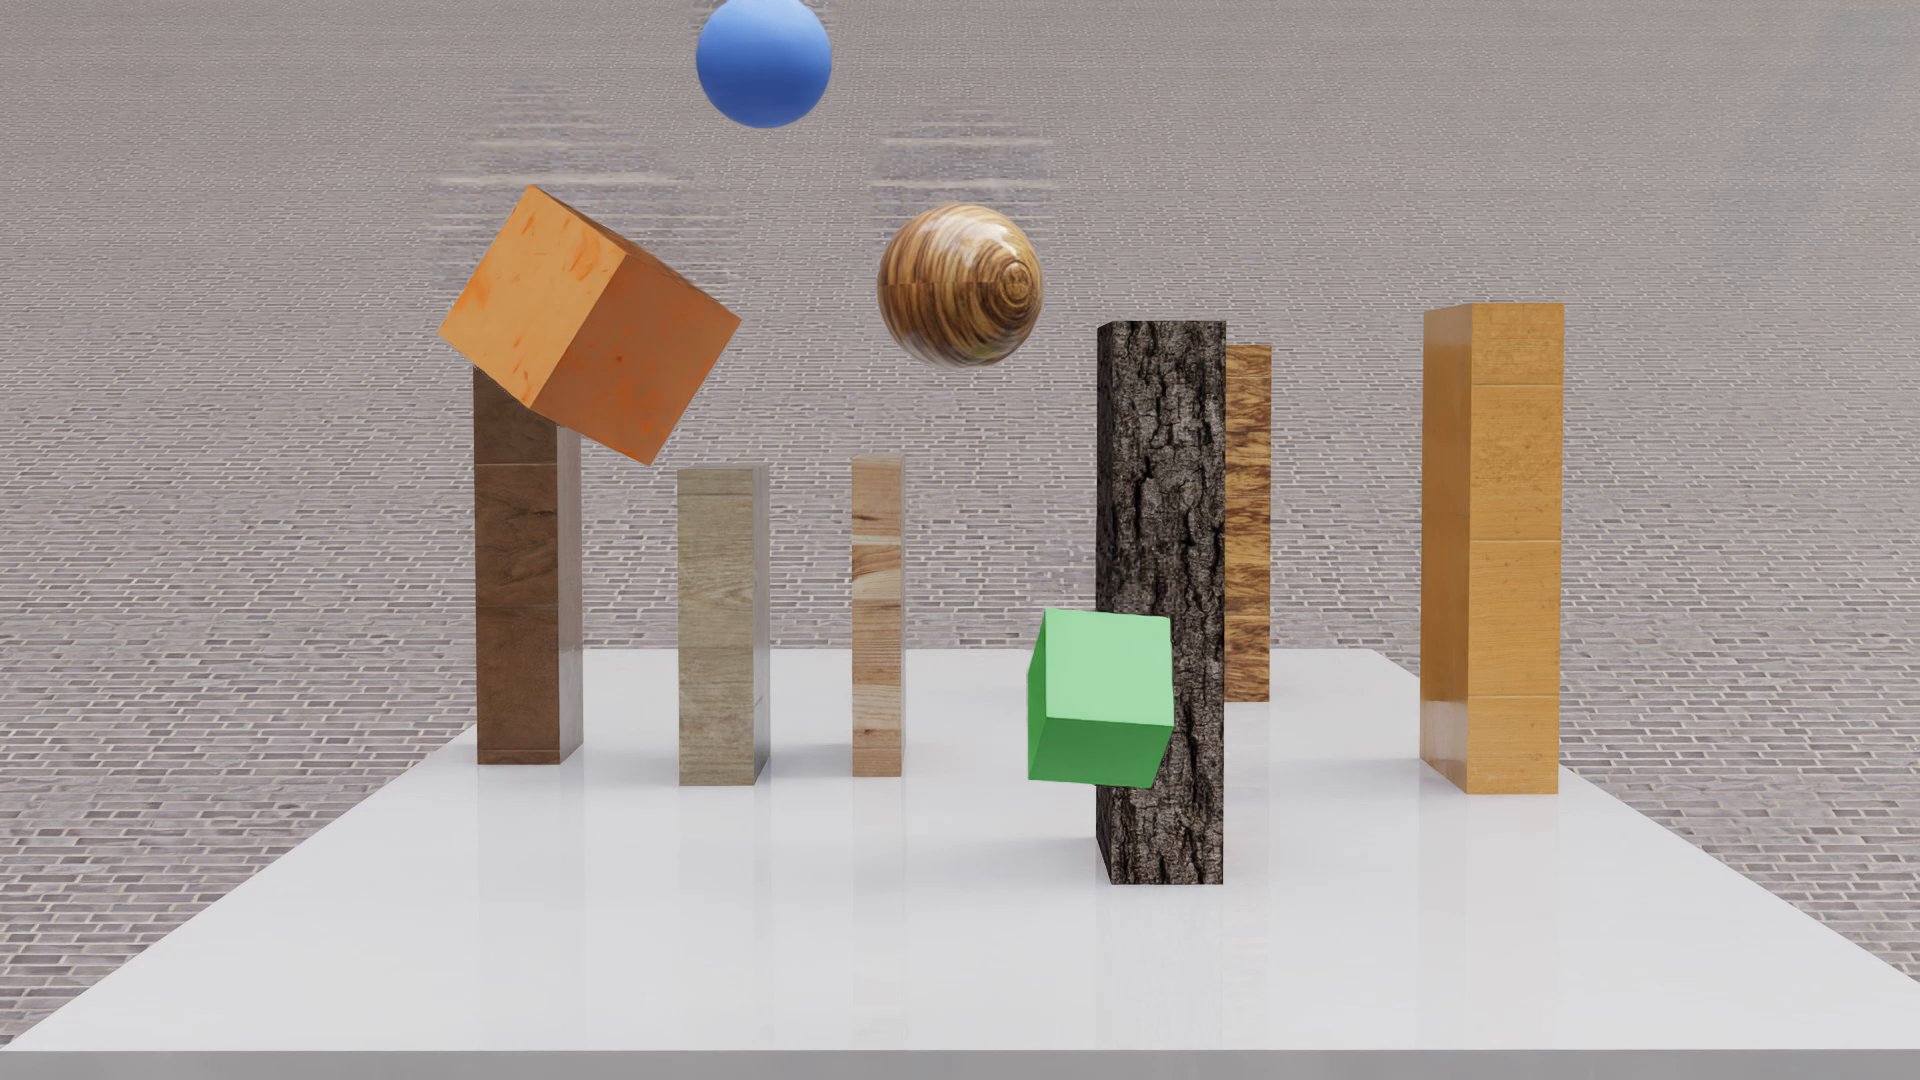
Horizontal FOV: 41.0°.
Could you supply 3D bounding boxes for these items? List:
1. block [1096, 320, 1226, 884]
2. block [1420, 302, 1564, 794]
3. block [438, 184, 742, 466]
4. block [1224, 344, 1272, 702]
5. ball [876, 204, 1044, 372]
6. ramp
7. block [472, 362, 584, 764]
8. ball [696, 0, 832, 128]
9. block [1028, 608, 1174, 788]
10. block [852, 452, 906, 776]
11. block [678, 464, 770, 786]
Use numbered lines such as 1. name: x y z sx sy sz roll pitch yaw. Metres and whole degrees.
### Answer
1. block: 0.273 0.074 3.550 0.147 0.741 0.371 0 3 0
2. block: 0.892 0.004 4.340 0.147 0.791 0.426 0 3 0
3. block: -0.341 -0.197 2.369 0.162 0.162 0.162 36 6 39
4. block: 0.577 -0.043 5.549 0.145 0.748 0.340 0 3 0
5. ball: 0.000 -0.251 2.552 0.166 0.166 0.166 0 21 0
6. ramp: 0.049 0.440 4.532 2.000 0.100 4.000 0 3 0
7. block: -0.771 -0.004 4.610 0.144 0.778 0.286 0 3 0
8. ball: -0.202 -0.495 2.649 0.140 0.140 0.140 0 21 0
9. block: 0.145 0.166 2.687 0.131 0.131 0.131 4 55 -5
10. block: -0.141 0.120 4.541 0.082 0.538 0.424 0 3 0
11. block: -0.403 0.134 4.423 0.123 0.523 0.384 0 3 0
